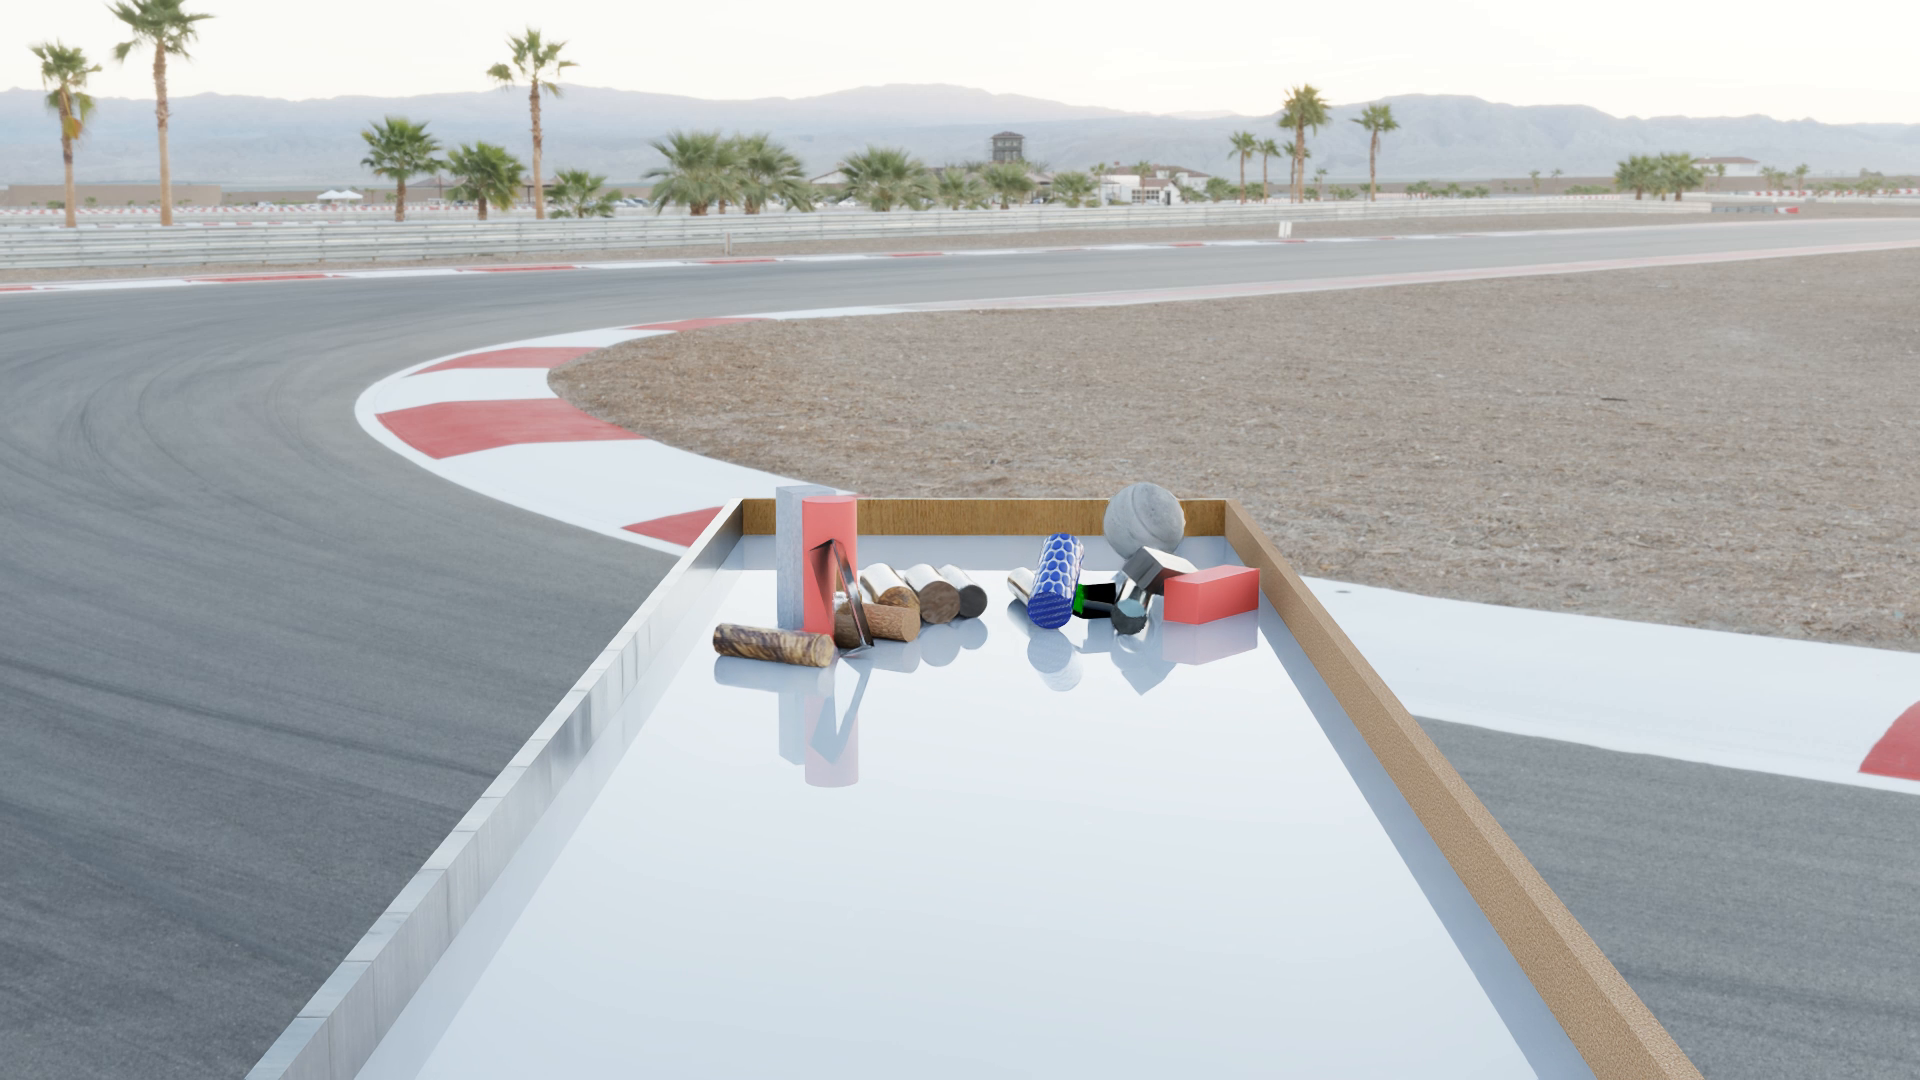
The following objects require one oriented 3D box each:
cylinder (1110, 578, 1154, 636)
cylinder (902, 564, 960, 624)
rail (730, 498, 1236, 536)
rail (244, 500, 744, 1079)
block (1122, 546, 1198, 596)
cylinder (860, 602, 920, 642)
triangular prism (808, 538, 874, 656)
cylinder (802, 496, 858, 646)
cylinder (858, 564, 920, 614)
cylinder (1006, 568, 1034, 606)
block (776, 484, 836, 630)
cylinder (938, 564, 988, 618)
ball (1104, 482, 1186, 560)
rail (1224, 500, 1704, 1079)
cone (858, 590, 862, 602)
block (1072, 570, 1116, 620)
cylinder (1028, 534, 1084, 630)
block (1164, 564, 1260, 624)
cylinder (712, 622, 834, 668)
[{"bbox_3d":[0.573,0.213,7.283,0.119,0.119,0.442,1,9,8],"label":"cylinder"},{"bbox_3d":[-0.100,0.180,7.408,0.145,0.145,0.334,-2,9,-10],"label":"cylinder"},{"bbox_3d":[0.099,-0.098,9.147,2.100,0.150,0.050,0,9,1],"label":"rail"},{"bbox_3d":[-1.004,0.839,3.234,0.050,0.150,12.000,0,9,1],"label":"rail"},{"bbox_3d":[0.696,0.118,7.450,0.107,0.107,0.432,45,13,23],"label":"block"},{"bbox_3d":[-0.296,0.255,7.065,0.340,0.105,0.105,6,11,34],"label":"cylinder"},{"bbox_3d":[-0.348,0.174,6.783,0.115,0.344,0.099,-27,-14,39],"label":"triangular prism"},{"bbox_3d":[-0.410,0.096,6.946,0.172,0.456,0.172,0,9,0],"label":"cylinder"},{"bbox_3d":[-0.241,0.186,7.382,0.142,0.142,0.455,-2,9,-10],"label":"cylinder"},{"bbox_3d":[0.249,0.176,7.563,0.105,0.105,0.359,-2,9,-11],"label":"cylinder"},{"bbox_3d":[-0.504,0.055,7.218,0.152,0.452,0.152,-4,10,-25],"label":"block"},{"bbox_3d":[0.003,0.174,7.556,0.112,0.112,0.414,-2,9,-10],"label":"cylinder"},{"bbox_3d":[0.705,-0.063,8.412,0.311,0.311,0.311,0,9,0],"label":"ball"},{"bbox_3d":[1.046,0.843,3.208,0.050,0.150,12.000,0,9,1],"label":"rail"},{"bbox_3d":[-0.464,0.212,7.476,0.123,0.123,0.333,-5,0,-30],"label":"cone"},{"bbox_3d":[0.403,0.178,7.511,0.118,0.118,0.357,-3,10,-20],"label":"block"},{"bbox_3d":[0.319,0.134,7.291,0.147,0.147,0.363,2,32,10],"label":"cylinder"},{"bbox_3d":[0.850,0.183,7.417,0.138,0.138,0.374,7,12,39],"label":"block"},{"bbox_3d":[-0.570,0.317,6.691,0.380,0.100,0.100,5,10,30],"label":"cylinder"}]
